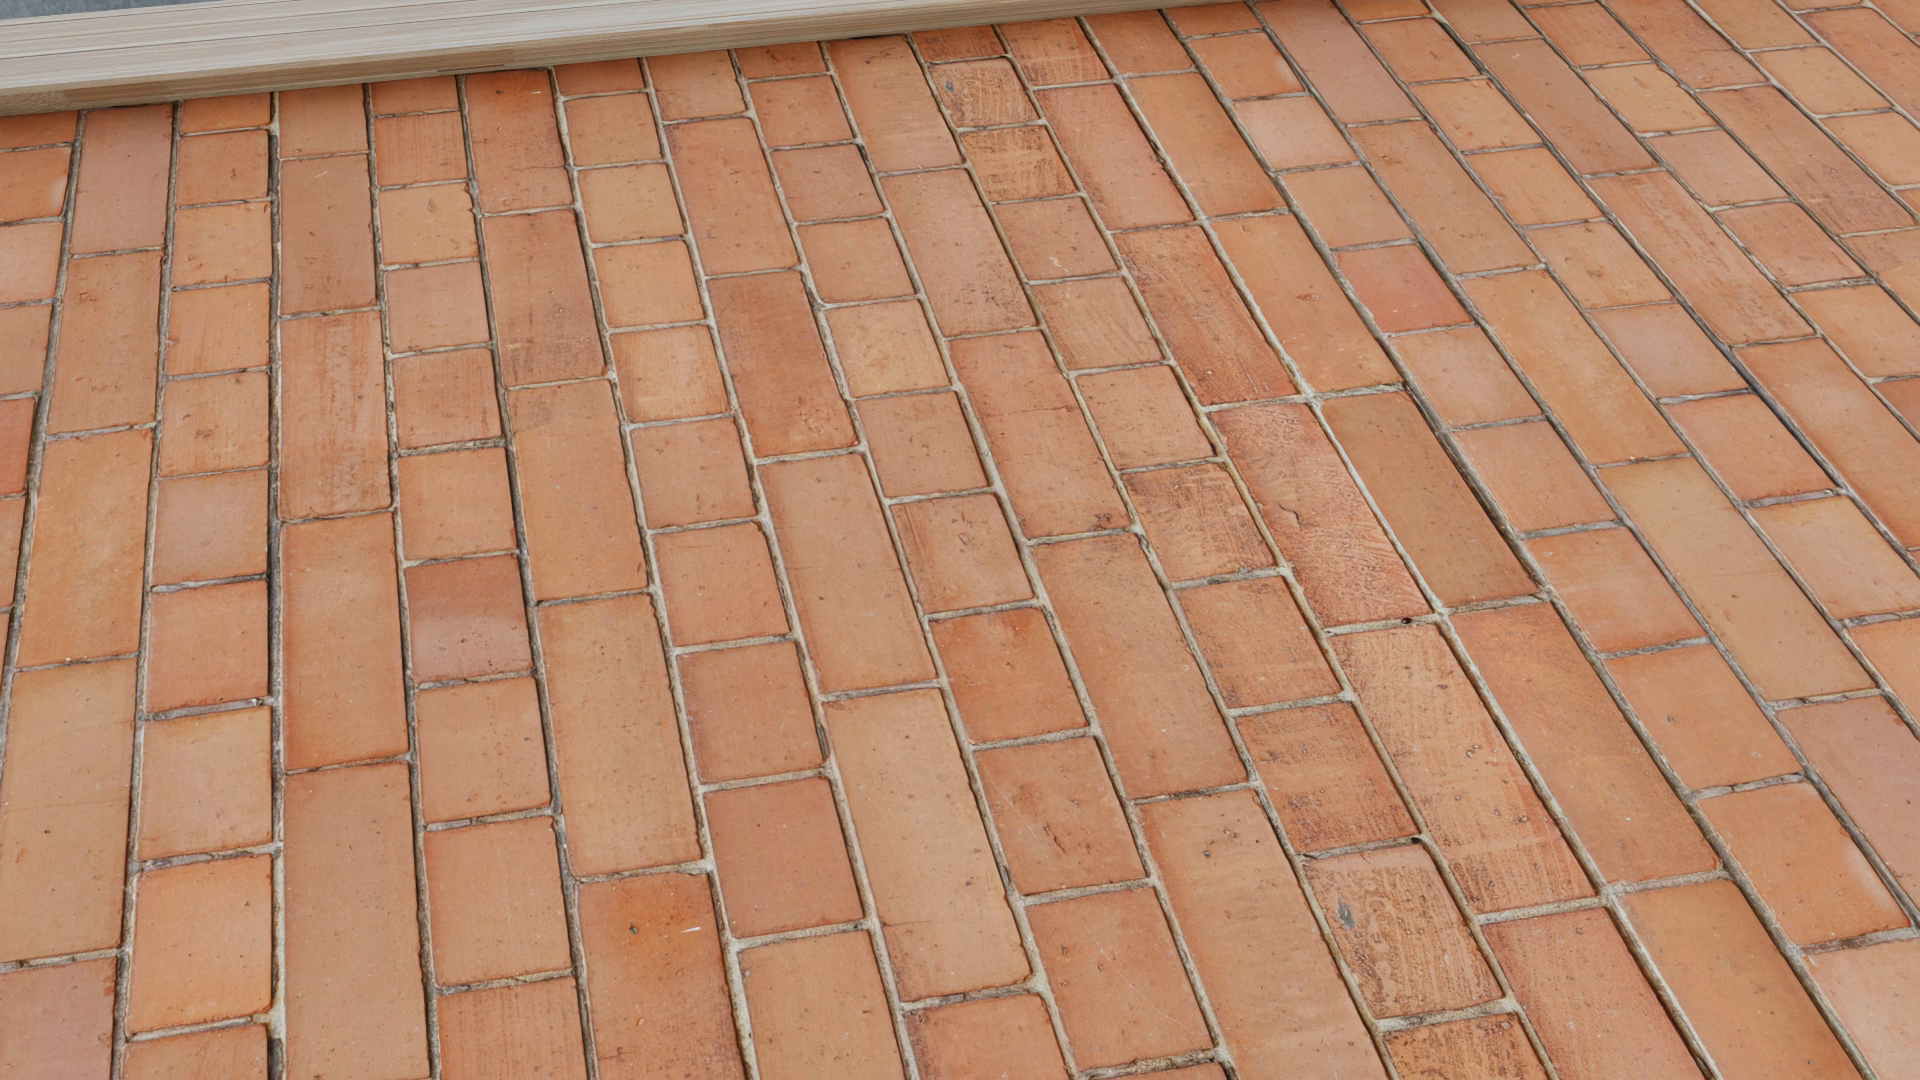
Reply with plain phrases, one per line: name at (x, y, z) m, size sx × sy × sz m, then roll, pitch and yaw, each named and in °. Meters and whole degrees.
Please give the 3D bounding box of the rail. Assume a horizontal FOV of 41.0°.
rail at (0.580, -0.543, 2.297) m, size 3.036 × 0.083 × 0.045 m, roll -7°, pitch 37°, yaw -10°
